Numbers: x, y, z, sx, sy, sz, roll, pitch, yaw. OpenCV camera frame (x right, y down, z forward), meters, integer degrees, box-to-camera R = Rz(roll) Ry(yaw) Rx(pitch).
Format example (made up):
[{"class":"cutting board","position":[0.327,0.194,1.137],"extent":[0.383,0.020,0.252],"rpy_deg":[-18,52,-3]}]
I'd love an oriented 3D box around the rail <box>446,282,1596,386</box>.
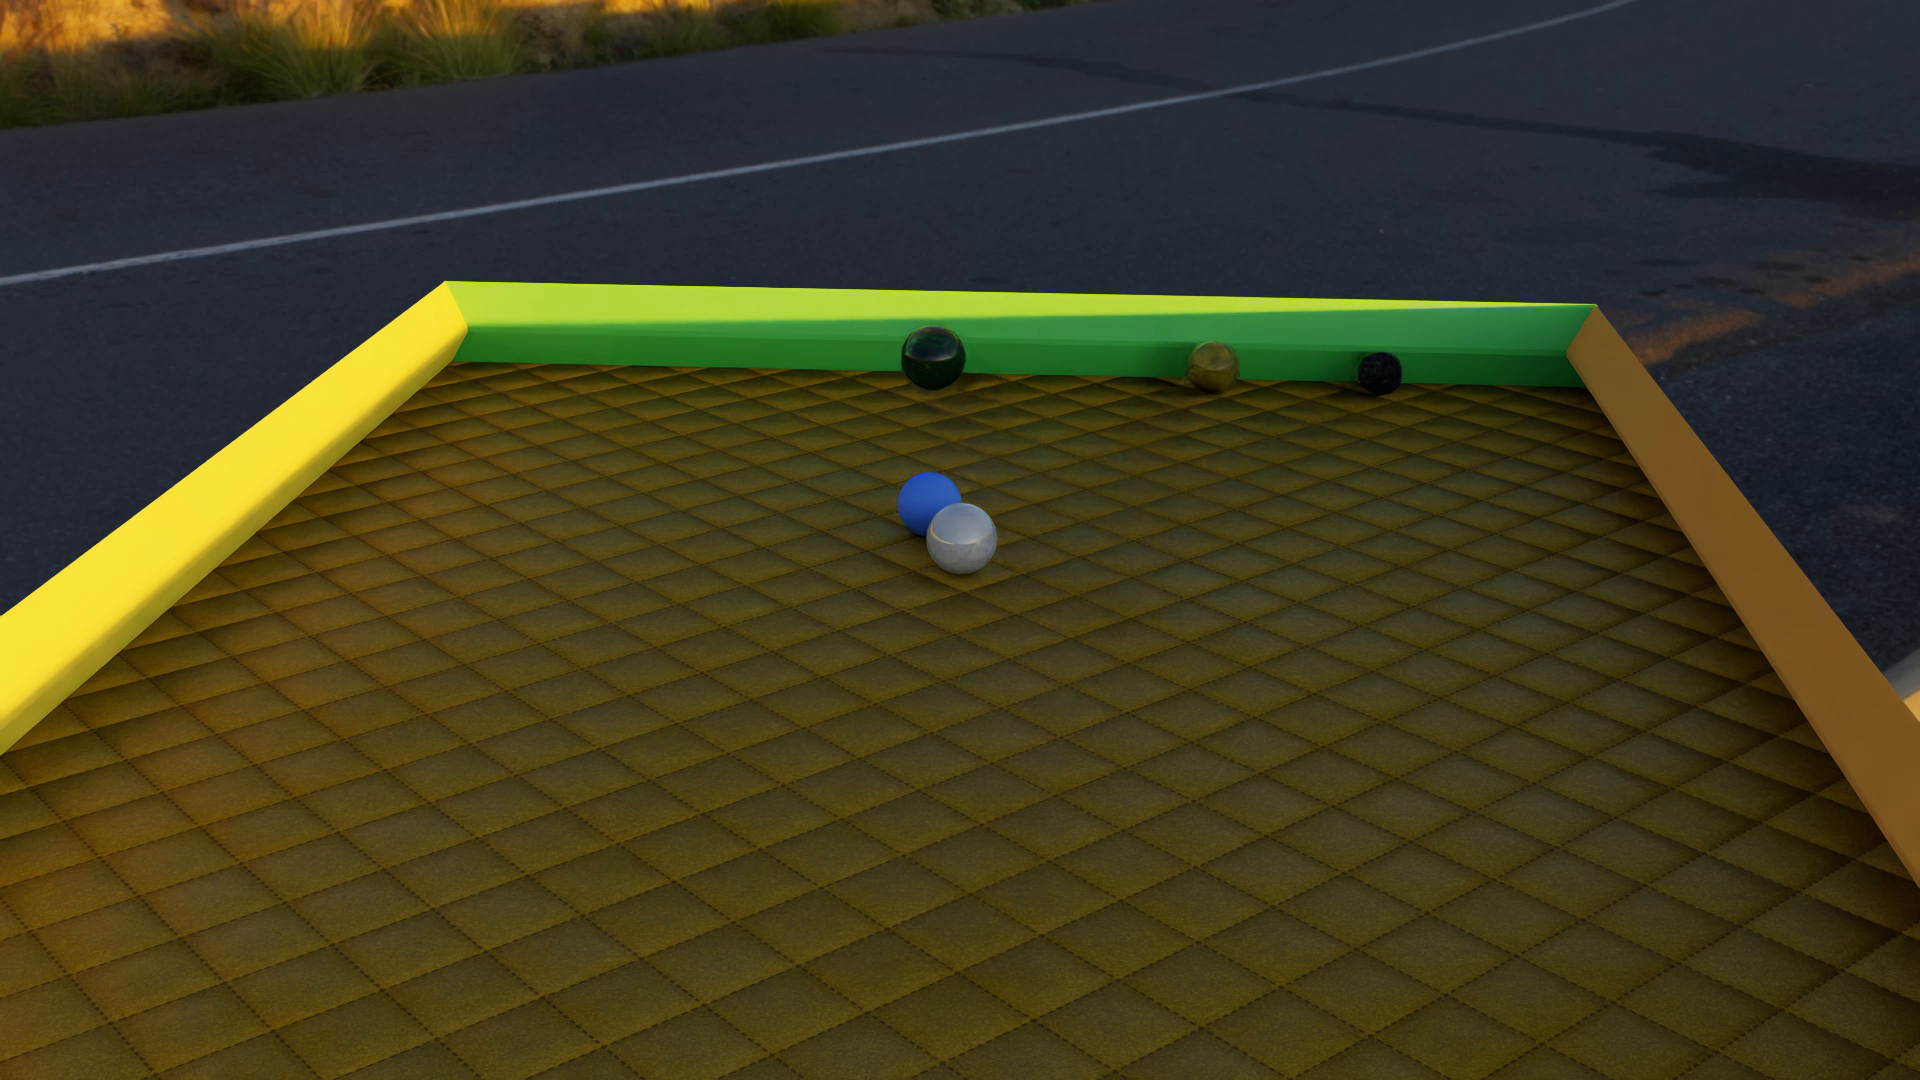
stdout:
[{"class":"rail","position":[0.070,-0.304,3.295],"extent":[1.730,0.124,0.045],"rpy_deg":[2,20,5]}]

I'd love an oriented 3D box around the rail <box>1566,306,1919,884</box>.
[{"class":"rail","position":[0.766,0.293,1.649],"extent":[0.045,0.124,3.418],"rpy_deg":[2,20,5]}]

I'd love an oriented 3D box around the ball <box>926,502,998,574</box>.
[{"class":"ball","position":[0.002,-0.002,2.525],"extent":[0.082,0.082,0.082],"rpy_deg":[0,20,0]}]

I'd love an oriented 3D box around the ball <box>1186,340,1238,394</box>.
[{"class":"ball","position":[0.370,-0.253,3.227],"extent":[0.077,0.077,0.077],"rpy_deg":[0,20,0]}]

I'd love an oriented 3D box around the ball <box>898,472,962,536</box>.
[{"class":"ball","position":[-0.036,-0.043,2.645],"extent":[0.078,0.078,0.078],"rpy_deg":[0,20,0]}]

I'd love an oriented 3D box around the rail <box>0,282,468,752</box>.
[{"class":"rail","position":[-0.911,0.244,1.783],"extent":[0.045,0.124,3.418],"rpy_deg":[2,20,5]}]

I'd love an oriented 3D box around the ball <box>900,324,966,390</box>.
[{"class":"ball","position":[-0.039,-0.270,3.244],"extent":[0.096,0.096,0.096],"rpy_deg":[0,20,0]}]

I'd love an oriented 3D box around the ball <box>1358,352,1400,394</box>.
[{"class":"ball","position":[0.615,-0.244,3.224],"extent":[0.062,0.062,0.062],"rpy_deg":[0,20,0]}]
